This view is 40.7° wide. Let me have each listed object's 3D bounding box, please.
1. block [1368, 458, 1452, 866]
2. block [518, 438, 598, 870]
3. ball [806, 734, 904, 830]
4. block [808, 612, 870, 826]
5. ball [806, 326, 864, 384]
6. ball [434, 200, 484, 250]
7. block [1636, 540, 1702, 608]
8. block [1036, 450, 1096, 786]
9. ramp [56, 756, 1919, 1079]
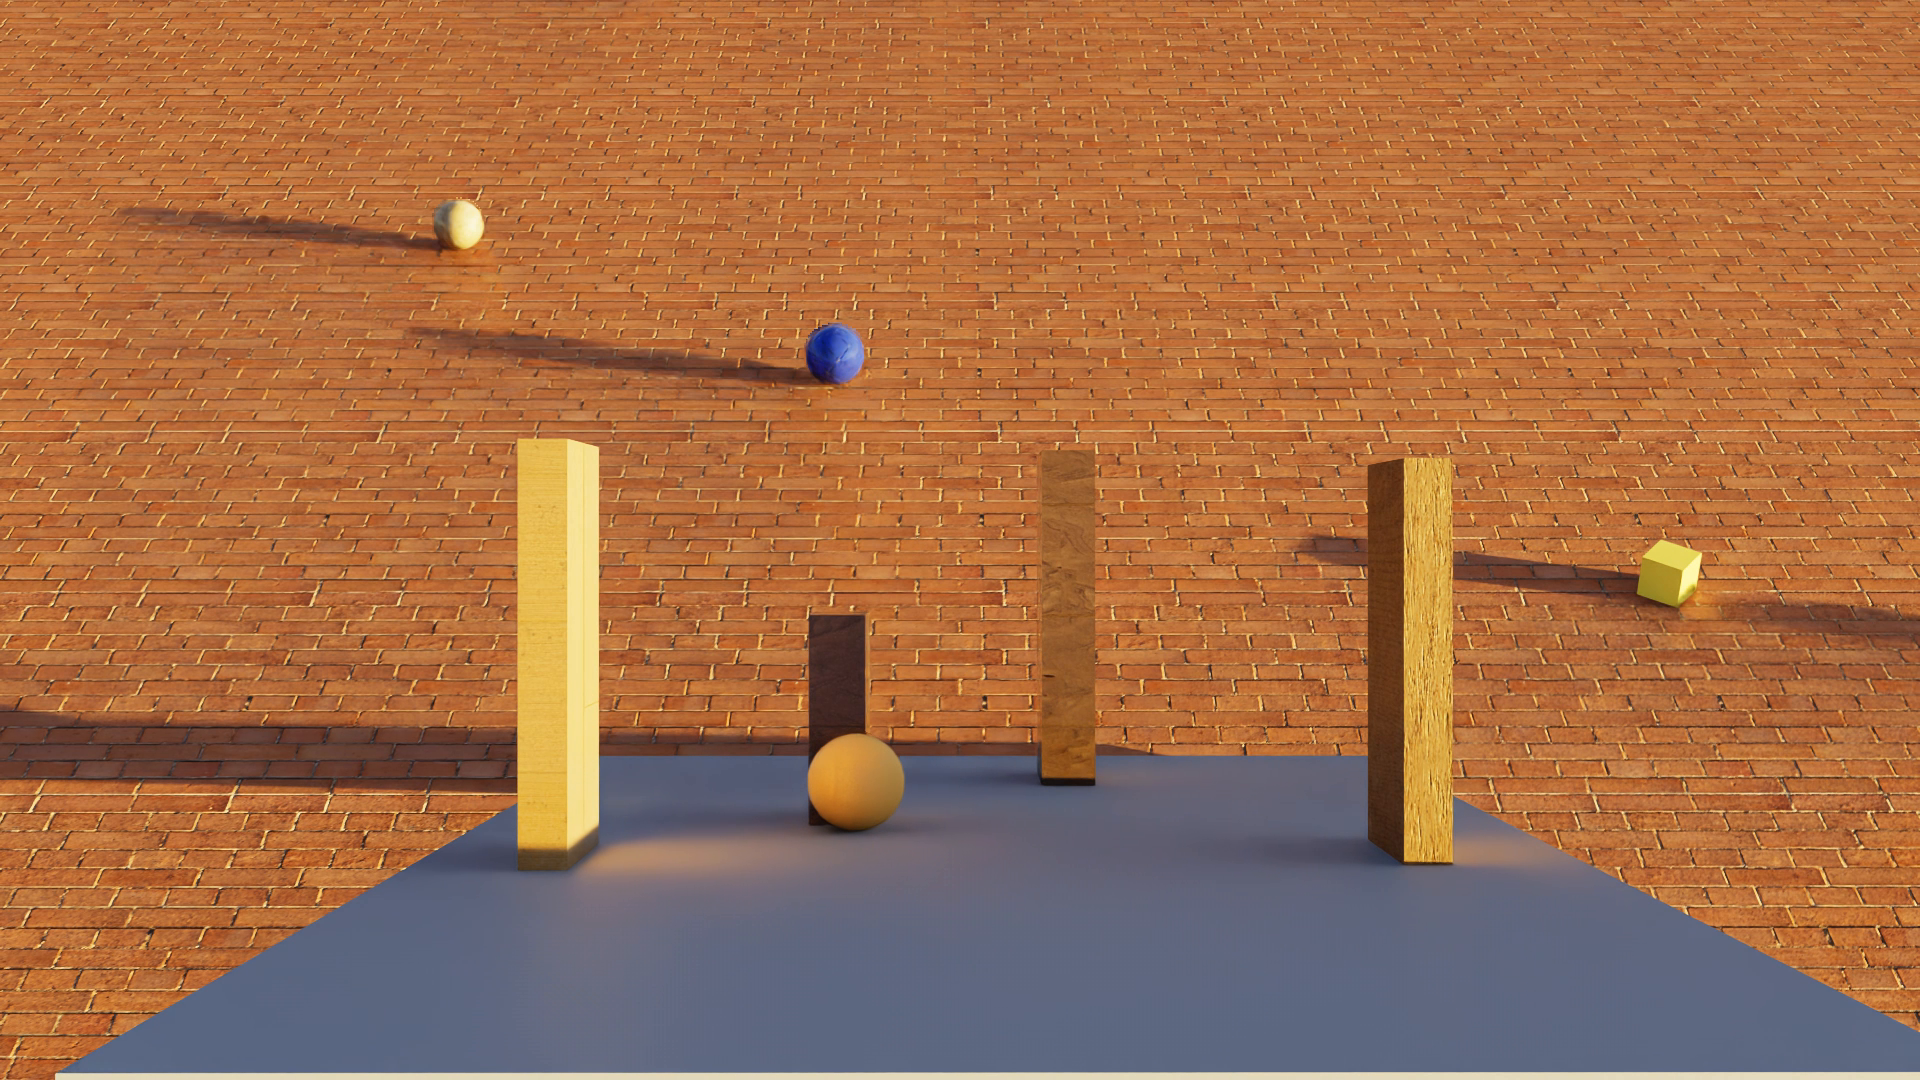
[{"bbox_3d":[0.793,0.206,4.579,0.082,0.690,0.388,0,0,0],"label":"block"},{"bbox_3d":[-0.697,0.192,4.508,0.083,0.721,0.376,0,0,0],"label":"block"},{"bbox_3d":[-0.199,0.460,4.920,0.185,0.185,0.185,0,30,0],"label":"ball"},{"bbox_3d":[-0.238,0.349,5.146,0.109,0.408,0.268,0,0,0],"label":"block"},{"bbox_3d":[-0.418,-0.618,8.651,0.198,0.198,0.198,0,30,0],"label":"ball"},{"bbox_3d":[-1.862,-1.169,9.610,0.185,0.185,0.185,0,30,0],"label":"ball"},{"bbox_3d":[2.054,0.097,7.496,0.125,0.125,0.125,21,36,32],"label":"block"},{"bbox_3d":[0.244,0.176,6.008,0.120,0.756,0.357,0,0,0],"label":"block"},{"bbox_3d":[0.068,0.602,4.664,2.000,0.100,4.000,0,0,0],"label":"ramp"}]
